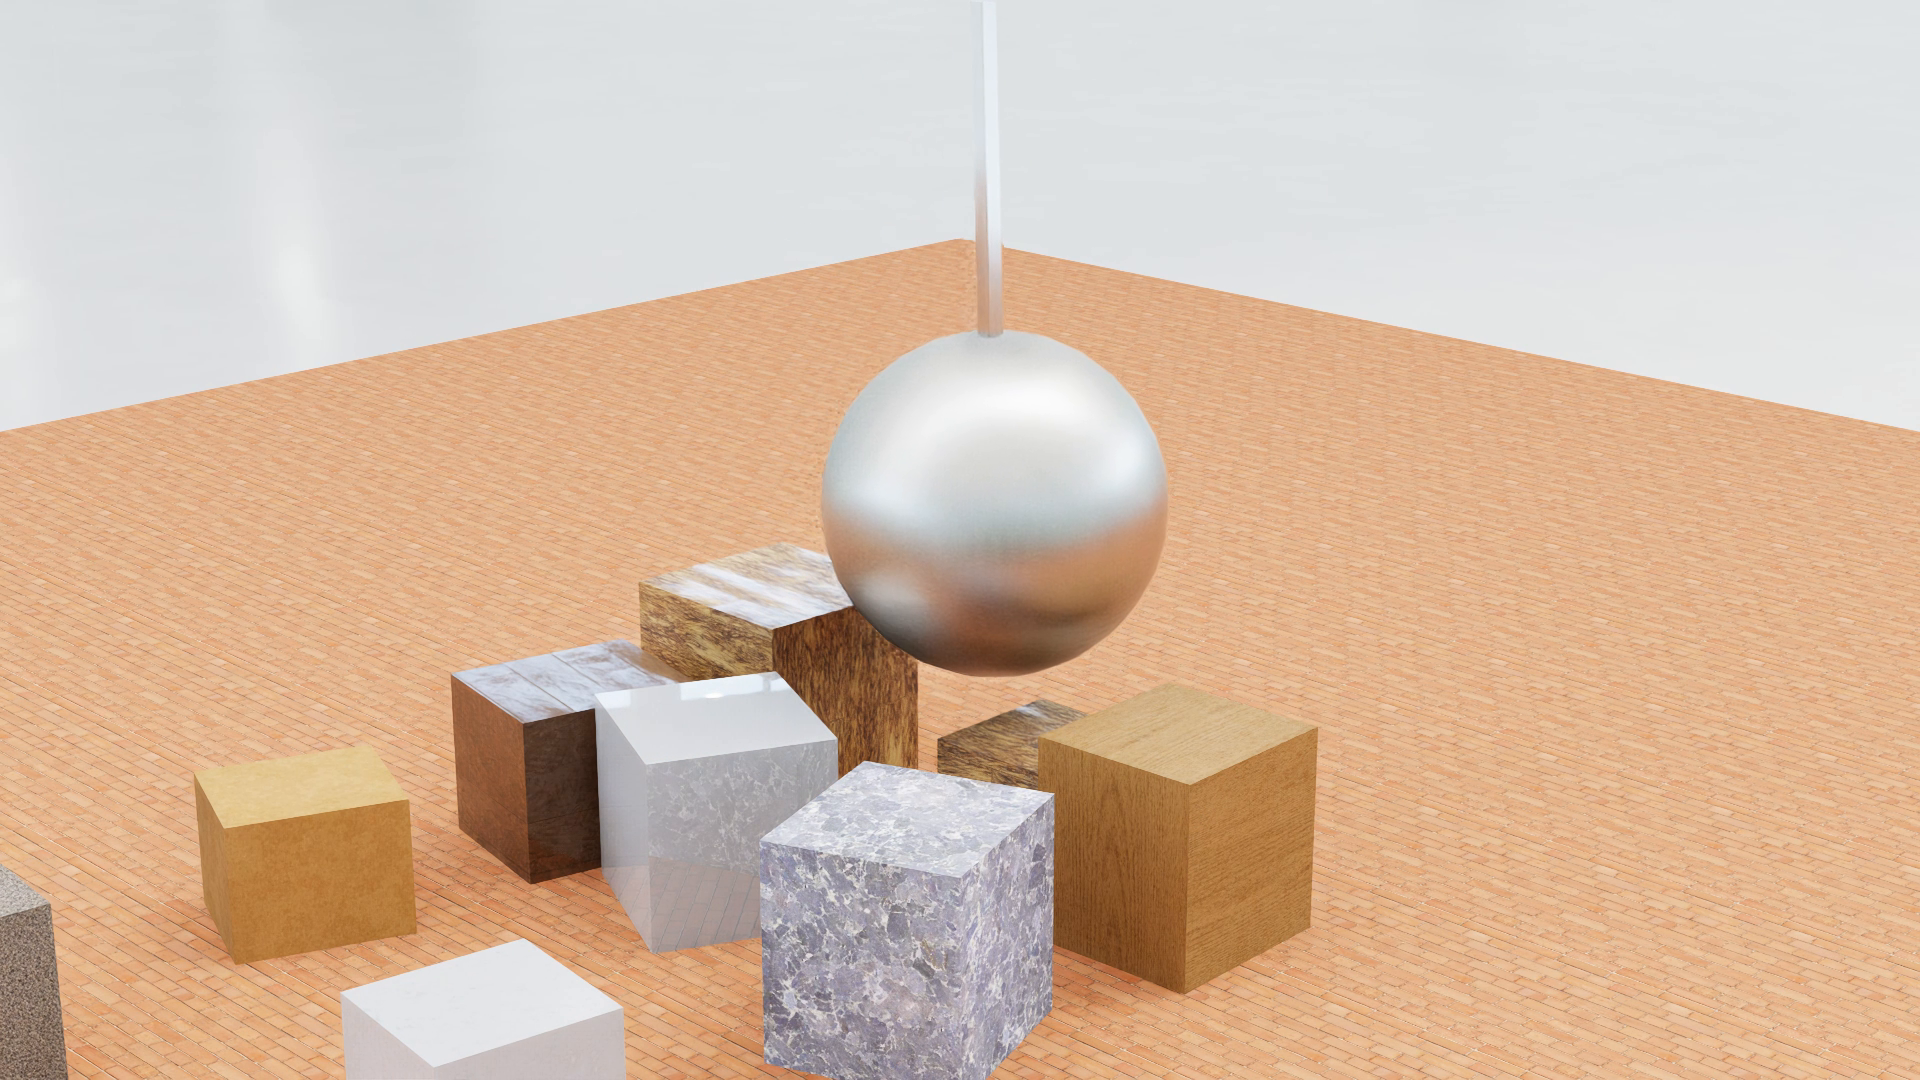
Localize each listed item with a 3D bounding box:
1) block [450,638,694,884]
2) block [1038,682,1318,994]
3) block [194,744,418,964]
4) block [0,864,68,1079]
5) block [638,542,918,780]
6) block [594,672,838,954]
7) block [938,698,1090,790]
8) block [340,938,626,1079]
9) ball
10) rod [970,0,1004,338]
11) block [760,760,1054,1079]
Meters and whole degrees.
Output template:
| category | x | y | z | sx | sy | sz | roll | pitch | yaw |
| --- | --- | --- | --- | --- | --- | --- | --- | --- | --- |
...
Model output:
| category | x | y | z | sx | sy | sz | roll | pitch | yaw |
| --- | --- | --- | --- | --- | --- | --- | --- | --- | --- |
| block | -1.794 | 1.023 | 13.781 | 0.906 | 0.785 | 0.783 | -11 | 21 | -32 |
| block | 0.939 | 1.272 | 12.722 | 0.819 | 0.945 | 0.896 | 15 | 23 | 40 |
| block | -2.887 | 1.373 | 12.919 | 0.792 | 0.633 | 0.704 | -8 | 19 | -23 |
| block | -4.064 | 1.761 | 11.384 | 0.841 | 0.814 | 0.827 | -14 | 22 | -37 |
| block | -0.890 | 0.693 | 14.462 | 0.930 | 1.007 | 1.003 | -16 | 24 | -41 |
| block | -1.087 | 1.196 | 13.072 | 0.854 | 0.879 | 0.911 | -6 | 19 | -19 |
| block | 0.393 | 1.224 | 13.271 | 0.700 | 0.707 | 0.701 | 16 | 23 | 41 |
| block | -1.753 | 2.006 | 10.833 | 0.767 | 0.677 | 0.736 | -13 | 22 | -35 |
| ball | 0.159 | -0.169 | 13.455 | 1.600 | 1.600 | 1.600 | 0 | 17 | 0 |
| rod | 0.069 | -3.383 | 12.351 | 0.080 | 5.200 | 0.080 | 17 | 26 | 42 |
| block | -0.199 | 1.557 | 11.782 | 0.859 | 0.964 | 0.916 | 8 | 19 | 24 |
